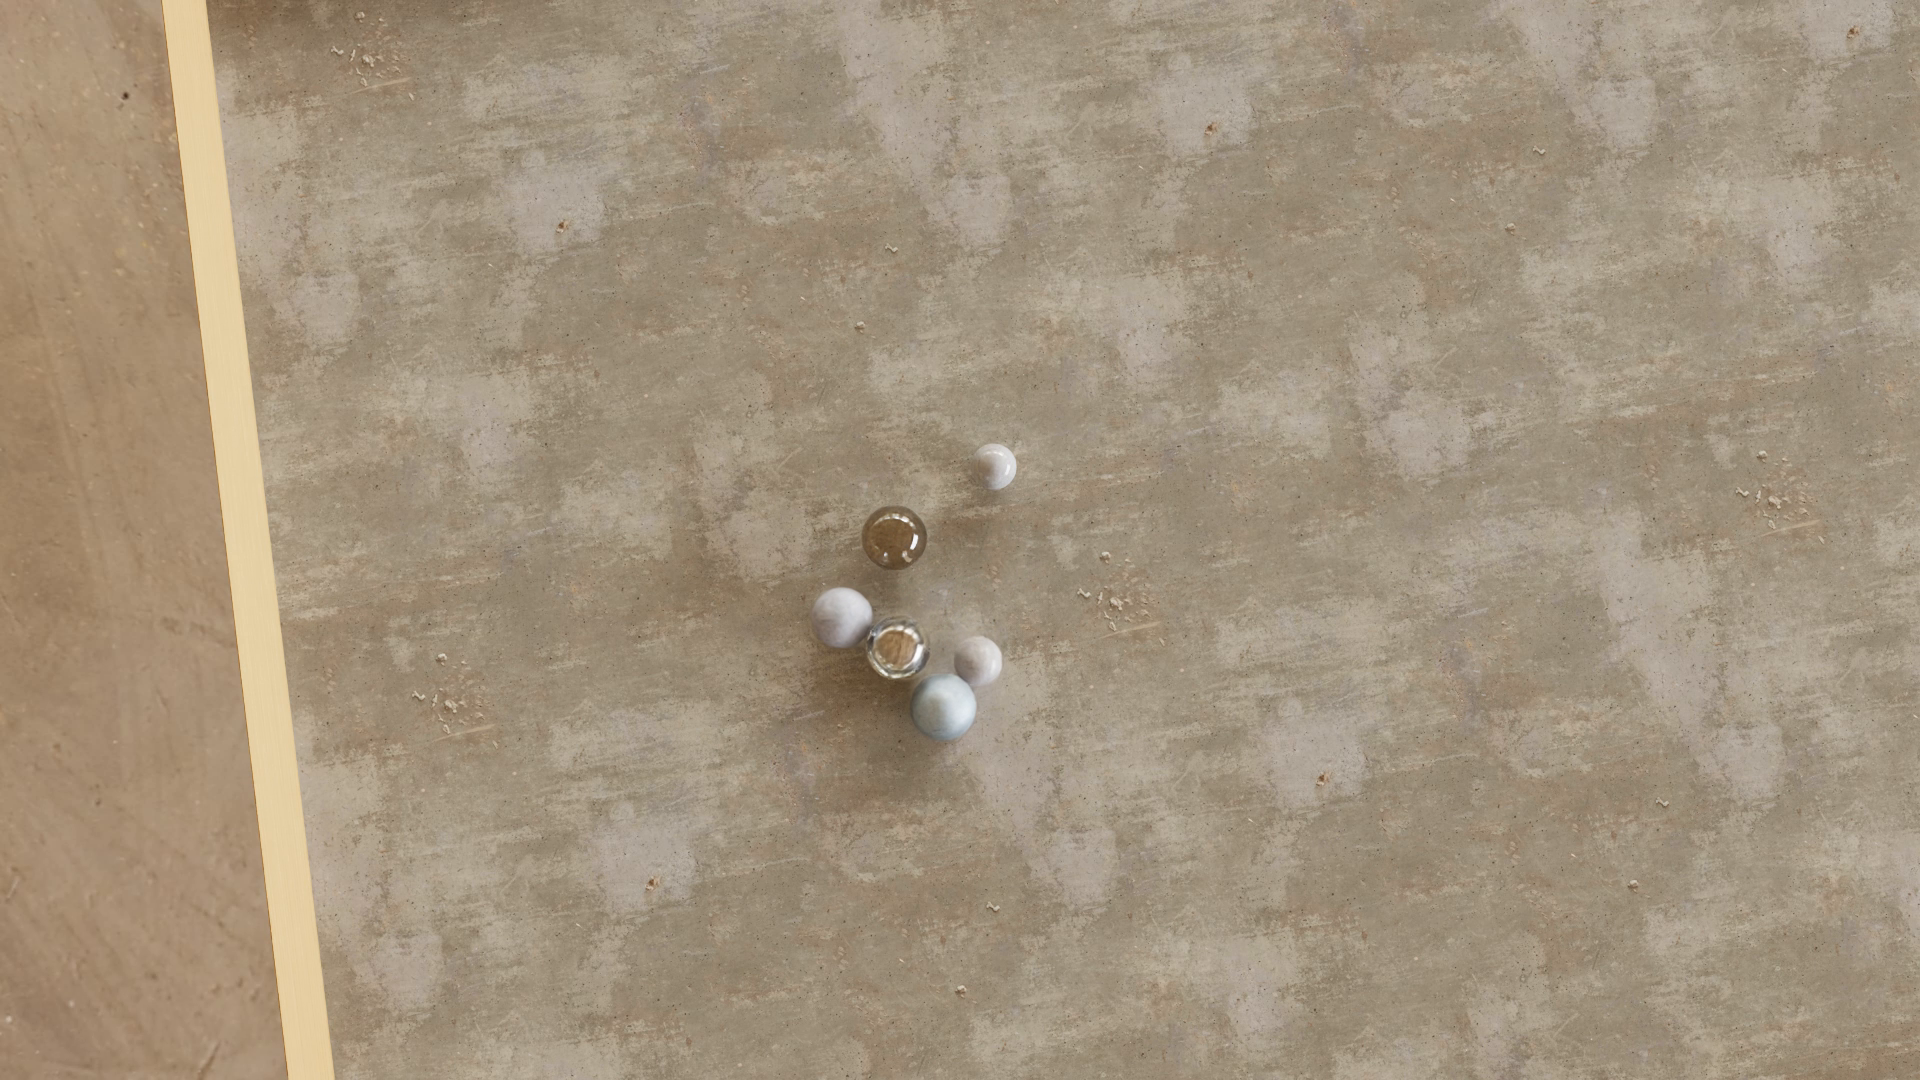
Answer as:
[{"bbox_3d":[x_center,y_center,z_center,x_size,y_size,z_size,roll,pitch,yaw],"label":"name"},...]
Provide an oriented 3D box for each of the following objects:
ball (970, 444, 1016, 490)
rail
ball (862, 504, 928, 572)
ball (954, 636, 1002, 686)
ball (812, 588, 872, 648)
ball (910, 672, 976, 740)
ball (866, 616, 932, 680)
[{"bbox_3d":[0.050,-0.109,3.267,0.069,0.069,0.069,0,84,0],"label":"ball"},{"bbox_3d":[-1.012,0.153,3.207,0.045,0.127,2.412,-9,84,-1],"label":"rail"},{"bbox_3d":[-0.097,-0.003,3.241,0.098,0.098,0.098,0,84,0],"label":"ball"},{"bbox_3d":[0.026,0.177,3.233,0.072,0.072,0.072,0,84,0],"label":"ball"},{"bbox_3d":[-0.173,0.114,3.232,0.090,0.090,0.090,0,84,0],"label":"ball"},{"bbox_3d":[-0.025,0.243,3.213,0.098,0.098,0.098,0,84,0],"label":"ball"},{"bbox_3d":[-0.090,0.158,3.224,0.095,0.095,0.095,0,84,0],"label":"ball"}]
